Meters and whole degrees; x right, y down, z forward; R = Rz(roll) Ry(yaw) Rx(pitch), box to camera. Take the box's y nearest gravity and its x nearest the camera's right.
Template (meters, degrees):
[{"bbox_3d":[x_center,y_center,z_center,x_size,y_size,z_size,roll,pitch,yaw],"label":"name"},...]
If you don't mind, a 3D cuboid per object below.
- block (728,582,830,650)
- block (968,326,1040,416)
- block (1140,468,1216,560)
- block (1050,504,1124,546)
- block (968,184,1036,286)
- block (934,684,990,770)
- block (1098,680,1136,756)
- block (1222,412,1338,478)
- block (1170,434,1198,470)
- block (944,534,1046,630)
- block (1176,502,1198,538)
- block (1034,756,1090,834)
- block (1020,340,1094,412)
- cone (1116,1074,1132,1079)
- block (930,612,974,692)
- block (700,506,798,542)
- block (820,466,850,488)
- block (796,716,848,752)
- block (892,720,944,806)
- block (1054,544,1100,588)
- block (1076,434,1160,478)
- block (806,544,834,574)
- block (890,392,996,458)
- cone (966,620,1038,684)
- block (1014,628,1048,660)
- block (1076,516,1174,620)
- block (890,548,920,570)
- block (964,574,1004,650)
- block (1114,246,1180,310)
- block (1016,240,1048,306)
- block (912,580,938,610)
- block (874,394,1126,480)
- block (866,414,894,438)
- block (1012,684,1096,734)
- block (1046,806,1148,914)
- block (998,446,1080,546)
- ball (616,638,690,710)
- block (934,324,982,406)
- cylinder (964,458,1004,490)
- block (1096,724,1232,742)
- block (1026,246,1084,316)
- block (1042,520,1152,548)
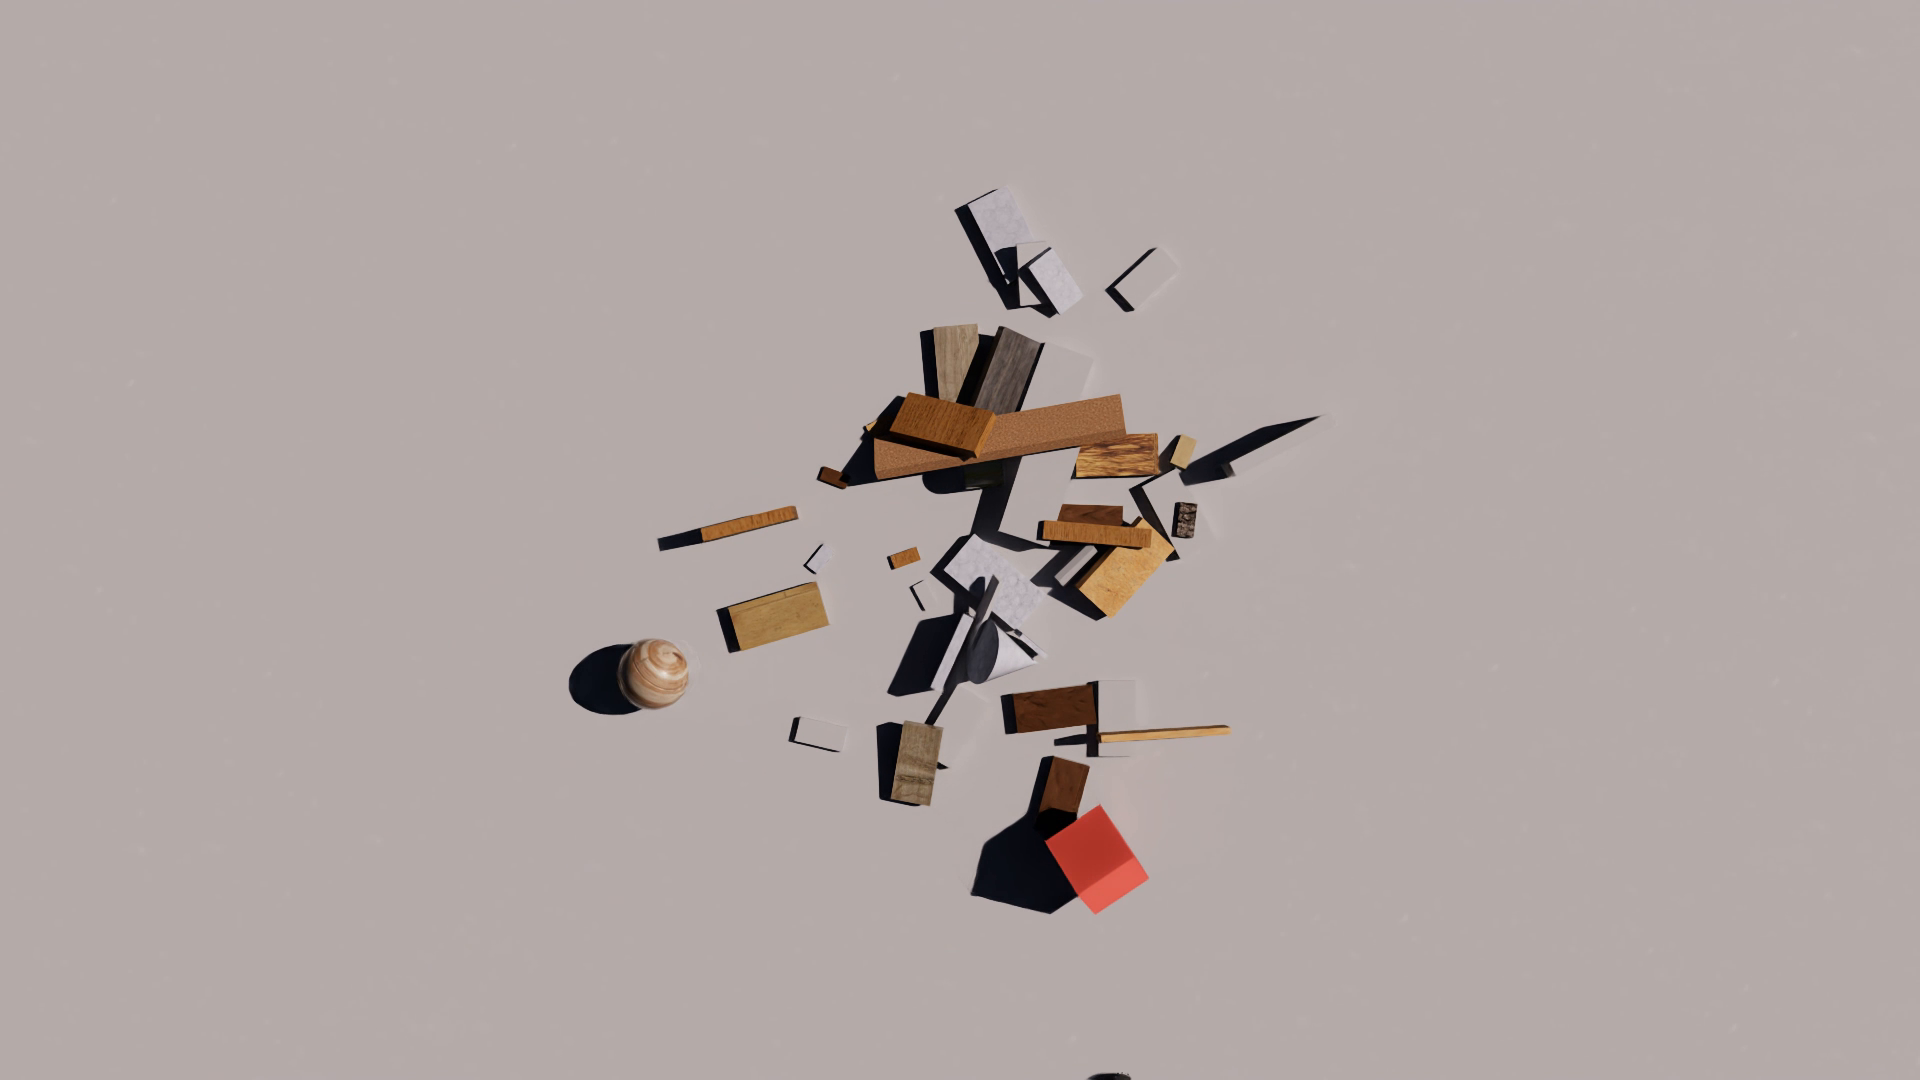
[{"bbox_3d":[-0.600,0.253,5.479,0.303,0.043,0.152,-17,90,0],"label":"block"},{"bbox_3d":[0.145,-0.541,5.445,0.147,0.042,0.294,21,89,-28],"label":"block"},{"bbox_3d":[0.728,-0.088,5.481,0.137,0.039,0.274,-28,90,0],"label":"block"},{"bbox_3d":[0.401,-0.049,5.481,0.274,0.039,0.137,2,90,0],"label":"block"},{"bbox_3d":[0.157,-1.012,5.479,0.147,0.042,0.294,-27,90,0],"label":"block"},{"bbox_3d":[-0.019,0.620,5.482,0.125,0.035,0.249,31,90,0],"label":"block"},{"bbox_3d":[0.522,0.593,5.482,0.125,0.035,0.249,0,90,0],"label":"block"},{"bbox_3d":[1.046,-0.310,5.414,0.367,0.172,0.049,-27,90,0],"label":"block"},{"bbox_3d":[0.741,-0.291,5.473,0.057,0.016,0.113,24,69,0],"label":"block"},{"bbox_3d":[0.116,0.140,5.478,0.314,0.044,0.157,40,90,0],"label":"block"},{"bbox_3d":[0.750,-0.067,5.453,0.057,0.016,0.113,7,90,0],"label":"block"},{"bbox_3d":[0.338,0.854,5.482,0.125,0.035,0.249,15,90,0],"label":"block"},{"bbox_3d":[0.306,-0.468,5.476,0.172,0.049,0.344,20,90,0],"label":"block"},{"bbox_3d":[0.501,1.858,5.469,0.137,0.137,0.137,-29,90,27],"label":"cone"},{"bbox_3d":[-0.026,0.368,5.434,0.037,0.132,0.264,24,90,0],"label":"block"},{"bbox_3d":[-0.690,-0.054,5.424,0.303,0.152,0.043,-14,90,0],"label":"block"},{"bbox_3d":[-0.416,-0.208,5.493,0.092,0.013,0.046,21,90,0],"label":"block"},{"bbox_3d":[-0.461,0.646,5.489,0.162,0.023,0.081,13,90,0],"label":"block"},{"bbox_3d":[-0.141,0.738,5.453,0.132,0.037,0.264,10,100,4],"label":"block"},{"bbox_3d":[0.387,0.085,5.458,0.162,0.081,0.023,-44,65,0],"label":"block"},{"bbox_3d":[0.520,-0.281,5.481,0.274,0.039,0.137,-2,90,0],"label":"block"},{"bbox_3d":[-0.464,0.063,5.493,0.046,0.013,0.092,39,90,0],"label":"block"},{"bbox_3d":[-0.056,-0.376,5.390,0.314,0.044,0.157,15,66,24],"label":"block"},{"bbox_3d":[0.167,0.389,5.452,0.216,0.216,0.216,13,90,-27],"label":"cone"},{"bbox_3d":[0.235,0.344,5.448,0.124,0.062,0.018,41,90,-22],"label":"block"},{"bbox_3d":[0.545,0.091,5.455,0.157,0.044,0.314,42,90,-18],"label":"block"},{"bbox_3d":[-0.181,0.060,5.493,0.092,0.013,0.046,-20,90,0],"label":"block"},{"bbox_3d":[0.078,0.237,5.433,0.016,0.057,0.256,13,111,-28],"label":"block"},{"bbox_3d":[0.621,-0.870,5.486,0.203,0.029,0.101,-43,90,0],"label":"block"},{"bbox_3d":[0.240,-0.881,5.446,0.101,0.029,0.203,-7,110,-7],"label":"block"},{"bbox_3d":[-0.116,0.184,5.493,0.046,0.013,0.092,-28,90,0],"label":"block"},{"bbox_3d":[0.126,-0.337,5.384,0.823,0.043,0.152,-9,51,7],"label":"block"},{"bbox_3d":[-0.262,-0.379,5.493,0.092,0.013,0.046,-27,90,0],"label":"block"},{"bbox_3d":[0.314,0.559,5.481,0.264,0.037,0.132,-7,90,0],"label":"block"},{"bbox_3d":[0.446,1.038,5.351,0.215,0.215,0.215,-34,55,0],"label":"block"},{"bbox_3d":[0.261,-0.168,5.431,0.172,0.049,0.344,18,92,0],"label":"block"},{"bbox_3d":[-1.001,0.439,5.383,0.234,0.234,0.234,0,90,0],"label":"ball"},{"bbox_3d":[-0.003,-0.564,5.479,0.147,0.042,0.294,-5,90,0],"label":"block"},{"bbox_3d":[0.074,-0.237,5.438,0.125,0.125,0.125,-7,90,0],"label":"cylinder"},{"bbox_3d":[0.671,0.638,5.434,0.434,0.081,0.023,-3,90,-7],"label":"block"},{"bbox_3d":[0.313,-0.854,5.440,0.101,0.029,0.203,-39,116,-4],"label":"block"},{"bbox_3d":[0.449,-0.020,5.401,0.353,0.018,0.062,5,90,0],"label":"block"}]
